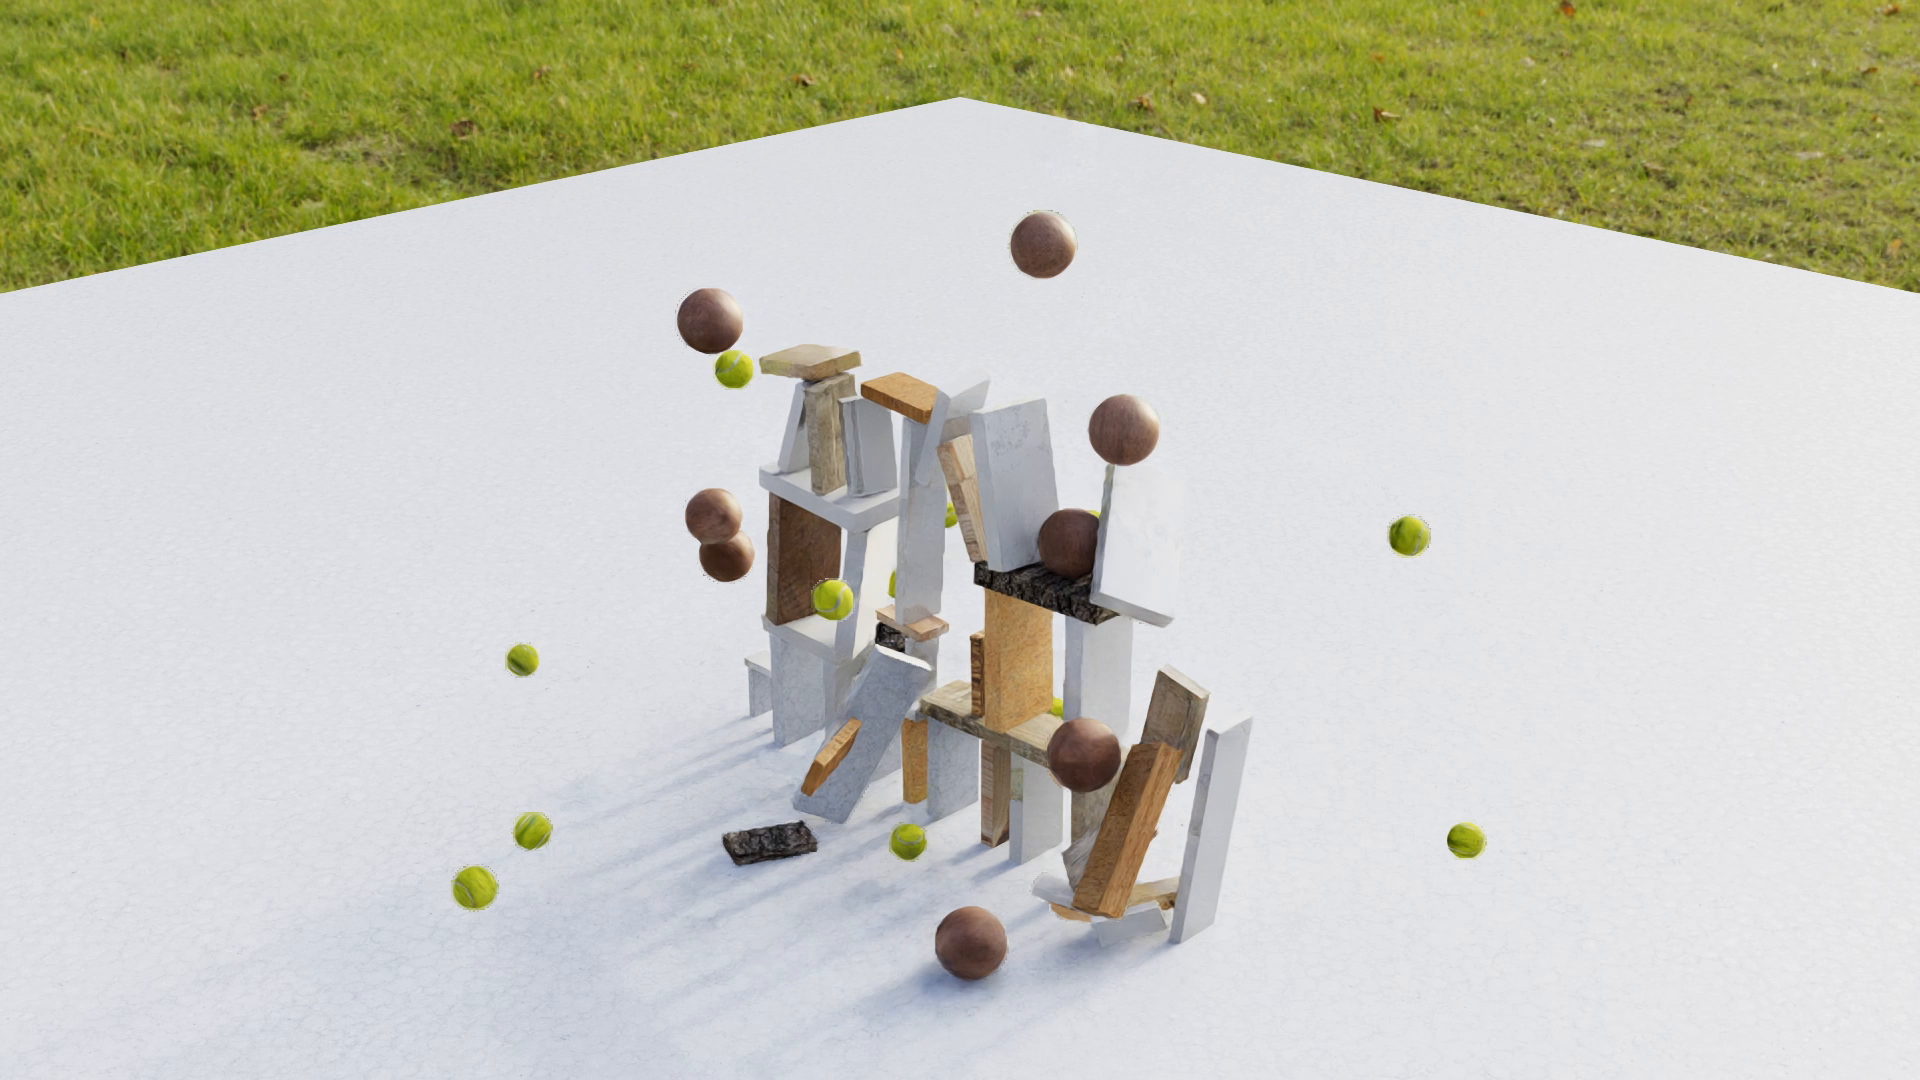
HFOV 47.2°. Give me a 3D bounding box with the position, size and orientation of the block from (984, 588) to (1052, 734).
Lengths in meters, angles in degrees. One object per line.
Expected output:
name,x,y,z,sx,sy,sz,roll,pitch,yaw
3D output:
block,0.112,0.209,4.203,0.041,0.292,0.146,19,29,40

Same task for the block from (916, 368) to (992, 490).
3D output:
block,-0.013,-0.210,4.143,0.032,0.229,0.114,39,47,23

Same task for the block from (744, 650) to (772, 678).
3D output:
block,-0.409,0.274,4.790,0.119,0.017,0.059,21,31,41

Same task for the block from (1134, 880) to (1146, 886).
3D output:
block,0.337,0.663,4.120,0.054,0.015,0.109,-34,19,-31

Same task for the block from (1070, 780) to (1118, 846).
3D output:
block,0.262,0.545,4.172,0.034,0.237,0.118,21,31,41

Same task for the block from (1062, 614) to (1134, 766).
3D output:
block,0.256,0.258,4.078,0.041,0.292,0.146,19,29,39

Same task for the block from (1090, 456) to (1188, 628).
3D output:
block,0.326,0.002,3.985,0.149,0.042,0.299,20,56,-16

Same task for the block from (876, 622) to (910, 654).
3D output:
block,-0.139,0.226,4.464,0.072,0.143,0.020,-19,36,-36

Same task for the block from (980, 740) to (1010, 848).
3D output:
block,0.093,0.482,4.332,0.114,0.229,0.032,-21,31,-41

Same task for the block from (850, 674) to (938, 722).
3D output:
block,-0.121,0.310,4.486,0.099,0.028,0.197,-21,31,-39

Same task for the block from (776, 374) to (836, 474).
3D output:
block,-0.294,-0.236,4.388,0.110,0.220,0.031,-24,57,-36

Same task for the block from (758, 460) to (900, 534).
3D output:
block,-0.249,-0.105,4.413,0.153,0.043,0.306,-24,35,-36

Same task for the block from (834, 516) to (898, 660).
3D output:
block,-0.189,0.075,4.445,0.043,0.306,0.153,18,32,16

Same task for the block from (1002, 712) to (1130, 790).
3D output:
block,0.207,0.399,4.170,0.237,0.034,0.118,21,30,40

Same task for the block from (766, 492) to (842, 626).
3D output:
block,-0.323,0.021,4.566,0.153,0.306,0.043,-17,38,-31

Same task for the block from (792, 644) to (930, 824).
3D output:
block,-0.198,0.387,4.347,0.114,0.381,0.032,21,20,-23

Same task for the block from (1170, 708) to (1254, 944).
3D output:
block,0.450,0.518,3.950,0.097,0.462,0.028,-22,39,-41

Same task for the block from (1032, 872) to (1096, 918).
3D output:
block,0.201,0.649,4.022,0.125,0.018,0.063,17,21,17

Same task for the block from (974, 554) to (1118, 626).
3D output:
block,0.184,0.079,4.076,0.292,0.041,0.146,18,28,38

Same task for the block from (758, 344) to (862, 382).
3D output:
block,-0.300,-0.355,4.387,0.110,0.031,0.220,-21,19,-29

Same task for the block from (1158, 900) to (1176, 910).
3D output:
block,0.391,0.670,4.090,0.109,0.015,0.054,-23,3,43

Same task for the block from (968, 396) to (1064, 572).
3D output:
block,0.106,-0.104,4.071,0.149,0.299,0.042,-16,15,-35

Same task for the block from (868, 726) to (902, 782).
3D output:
block,-0.166,0.396,4.574,0.099,0.197,0.028,-21,28,-40

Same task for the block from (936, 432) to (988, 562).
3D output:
block,0.035,-0.084,4.136,0.032,0.229,0.114,-11,9,42

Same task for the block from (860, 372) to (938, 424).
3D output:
block,-0.092,-0.274,4.219,0.098,0.028,0.195,-20,31,-36

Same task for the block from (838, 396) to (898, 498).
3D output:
block,-0.179,-0.188,4.307,0.098,0.195,0.028,-13,22,-20

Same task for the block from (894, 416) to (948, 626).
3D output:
block,-0.074,-0.043,4.288,0.098,0.447,0.028,-19,35,-35

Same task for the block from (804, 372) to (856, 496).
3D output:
block,-0.249,-0.209,4.328,0.031,0.221,0.110,20,35,37

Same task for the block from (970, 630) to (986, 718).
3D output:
block,0.057,0.252,4.280,0.024,0.167,0.084,15,27,37

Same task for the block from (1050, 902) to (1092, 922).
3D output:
block,0.235,0.684,4.033,0.125,0.018,0.063,11,4,-21

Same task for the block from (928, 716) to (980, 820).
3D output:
block,-0.013,0.440,4.429,0.114,0.229,0.032,-21,32,-40

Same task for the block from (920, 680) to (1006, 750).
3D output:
block,0.043,0.341,4.328,0.229,0.032,0.114,20,30,38

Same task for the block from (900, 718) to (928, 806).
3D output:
block,-0.072,0.433,4.486,0.099,0.197,0.028,-21,30,-39

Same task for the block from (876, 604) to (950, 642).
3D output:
block,-0.095,0.162,4.402,0.072,0.020,0.143,-19,30,-36

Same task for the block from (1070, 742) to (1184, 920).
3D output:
block,0.283,0.491,3.726,0.042,0.299,0.149,25,-12,-11

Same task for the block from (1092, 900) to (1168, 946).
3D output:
block,0.308,0.695,3.992,0.125,0.063,0.018,-17,37,9

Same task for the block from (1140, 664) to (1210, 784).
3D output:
block,0.374,0.324,3.863,0.097,0.194,0.028,34,40,32

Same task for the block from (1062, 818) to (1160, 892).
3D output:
block,0.272,0.553,4.006,0.028,0.194,0.097,36,22,-30

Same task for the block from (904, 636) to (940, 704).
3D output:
block,-0.078,0.253,4.401,0.072,0.143,0.020,-21,36,-38

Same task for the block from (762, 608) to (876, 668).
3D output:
block,-0.285,0.191,4.609,0.127,0.036,0.255,-21,31,-39

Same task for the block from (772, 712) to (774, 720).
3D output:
block,-0.381,0.347,4.791,0.017,0.119,0.059,21,31,41

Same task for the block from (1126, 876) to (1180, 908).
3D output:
block,0.364,0.651,4.066,0.109,0.015,0.054,-16,19,26

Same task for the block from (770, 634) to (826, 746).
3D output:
block,-0.344,0.302,4.721,0.036,0.255,0.127,20,30,40

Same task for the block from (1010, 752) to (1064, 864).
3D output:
block,0.150,0.501,4.275,0.034,0.237,0.118,21,30,40

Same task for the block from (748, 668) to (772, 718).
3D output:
block,-0.437,0.325,4.842,0.017,0.119,0.059,21,31,41

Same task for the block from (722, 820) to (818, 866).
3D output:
block,-0.372,0.594,4.312,0.167,0.024,0.084,-6,25,-25

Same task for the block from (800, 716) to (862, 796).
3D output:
block,-0.245,0.412,4.190,0.024,0.084,0.167,31,34,8

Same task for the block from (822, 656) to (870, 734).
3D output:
block,-0.223,0.349,4.610,0.036,0.255,0.127,20,31,40
